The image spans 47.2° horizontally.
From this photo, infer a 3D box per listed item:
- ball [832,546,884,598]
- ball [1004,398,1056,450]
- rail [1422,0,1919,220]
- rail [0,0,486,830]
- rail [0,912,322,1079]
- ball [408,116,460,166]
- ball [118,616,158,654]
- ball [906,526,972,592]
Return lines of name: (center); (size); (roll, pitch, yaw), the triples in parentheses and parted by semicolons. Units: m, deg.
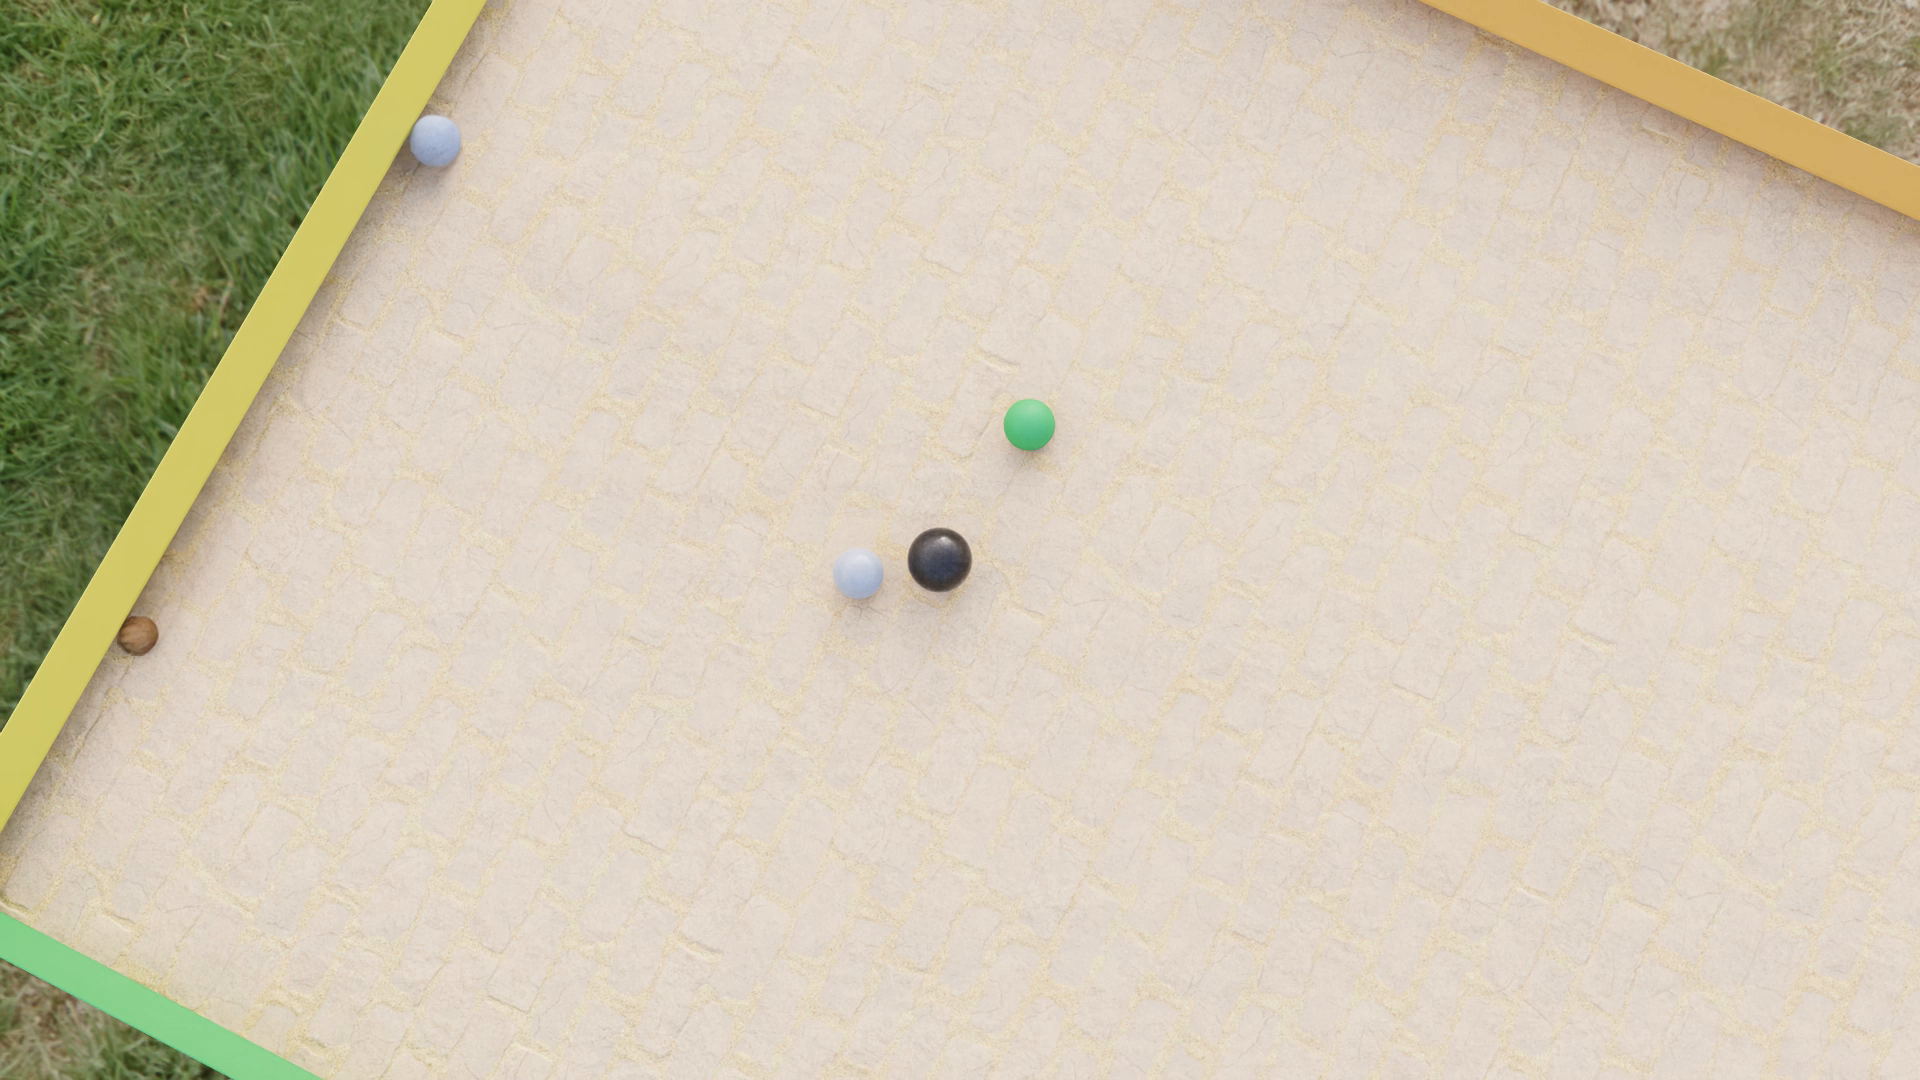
ball: (-0.153, 0.049, 3.303); (0.078, 0.078, 0.078); (0, 77, 0)
ball: (0.106, -0.176, 3.354); (0.079, 0.079, 0.079); (0, 77, 0)
rail: (1.487, -0.519, 3.407); (4.417, 0.128, 0.045); (25, 78, 6)
rail: (-0.971, -0.468, 3.395); (0.045, 0.128, 2.301); (25, 78, 6)
rail: (0.497, 1.454, 2.953); (4.417, 0.128, 0.045); (25, 78, 6)
ball: (-0.826, -0.627, 3.457); (0.080, 0.080, 0.080); (0, 77, 0)
ball: (-1.231, 0.142, 3.292); (0.057, 0.057, 0.057); (0, 77, 0)
ball: (-0.030, 0.030, 3.297); (0.099, 0.099, 0.099); (0, 77, 0)
